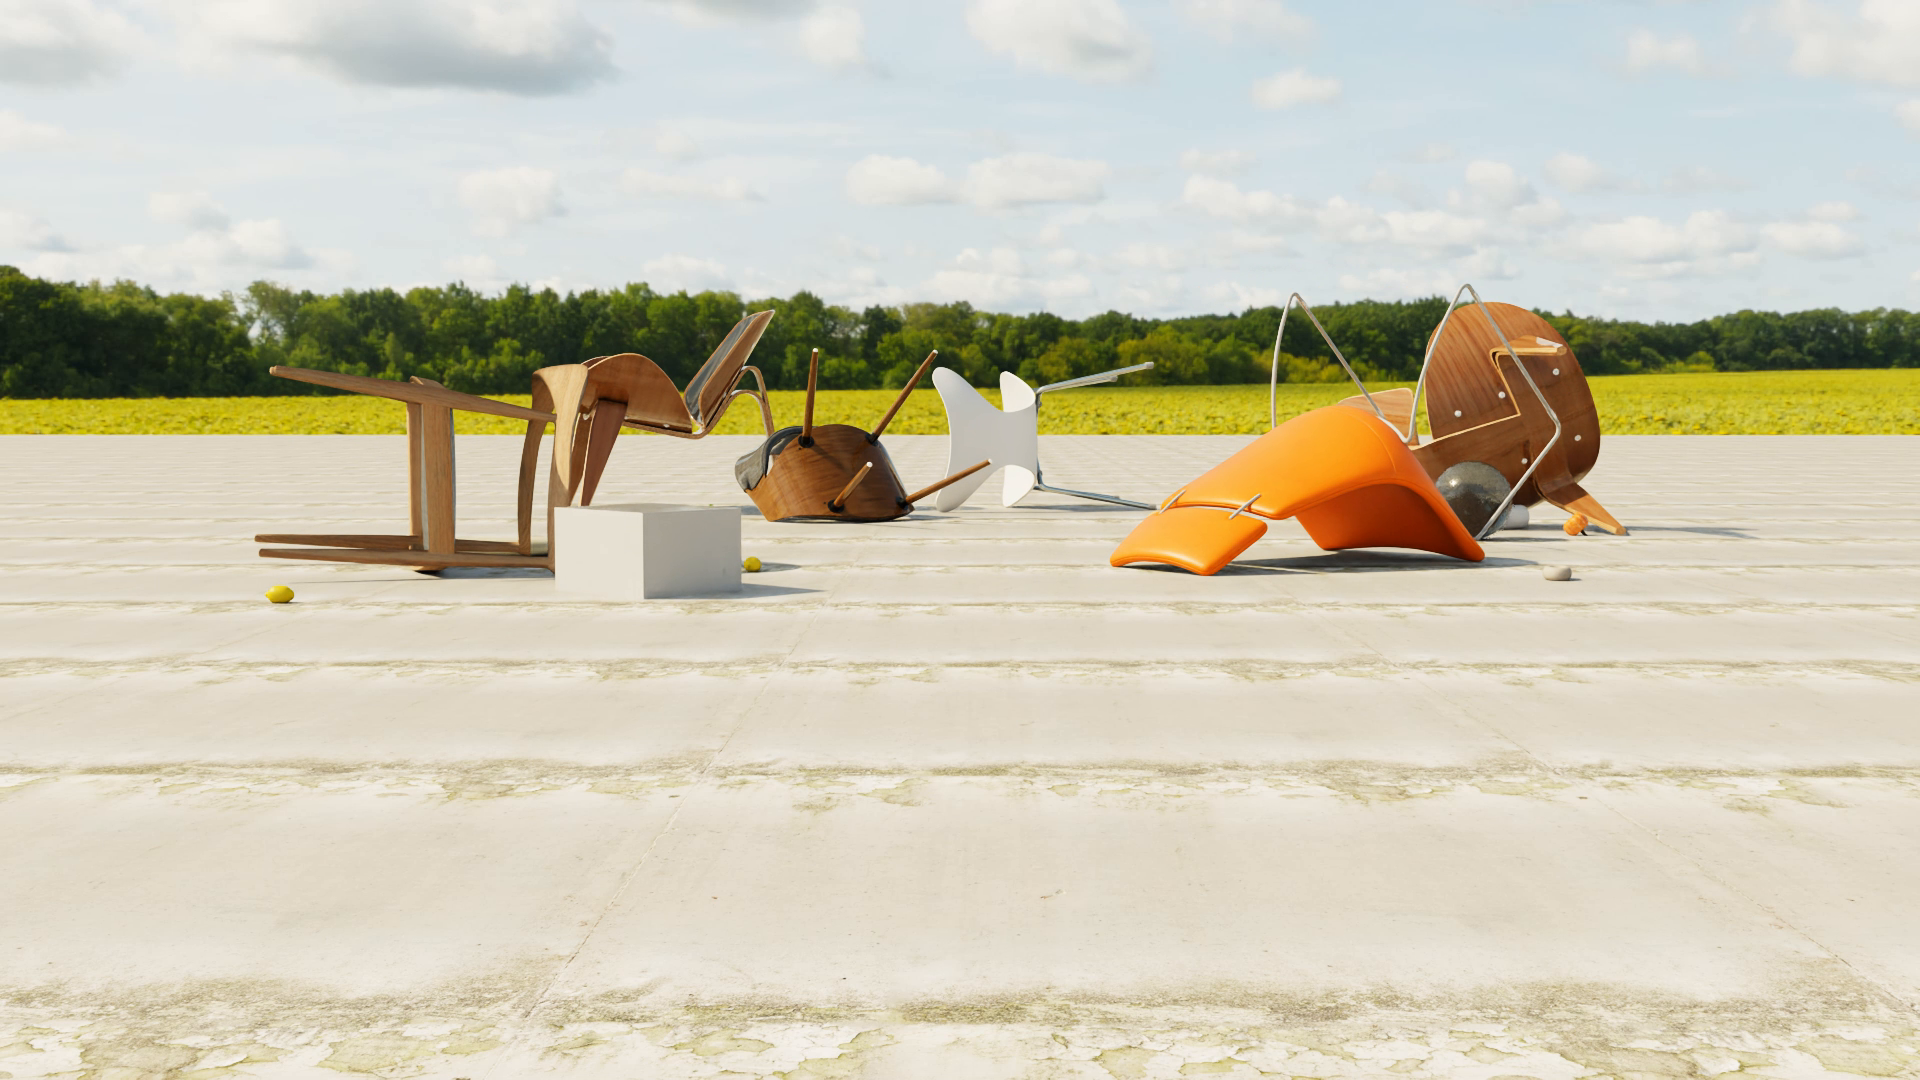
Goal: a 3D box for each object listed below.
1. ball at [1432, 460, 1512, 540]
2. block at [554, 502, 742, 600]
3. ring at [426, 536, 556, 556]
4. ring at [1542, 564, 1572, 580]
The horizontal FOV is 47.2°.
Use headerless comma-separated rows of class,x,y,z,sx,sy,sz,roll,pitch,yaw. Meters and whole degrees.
ball,1.526,-0.119,6.554,0.236,0.236,0.236,0,4,0
block,-0.694,0.021,4.895,0.315,0.185,0.275,4,5,44
ring,-1.249,0.018,5.935,0.387,0.048,0.168,-1,3,-3
ring,1.409,0.077,5.189,0.067,0.032,0.111,2,5,14
